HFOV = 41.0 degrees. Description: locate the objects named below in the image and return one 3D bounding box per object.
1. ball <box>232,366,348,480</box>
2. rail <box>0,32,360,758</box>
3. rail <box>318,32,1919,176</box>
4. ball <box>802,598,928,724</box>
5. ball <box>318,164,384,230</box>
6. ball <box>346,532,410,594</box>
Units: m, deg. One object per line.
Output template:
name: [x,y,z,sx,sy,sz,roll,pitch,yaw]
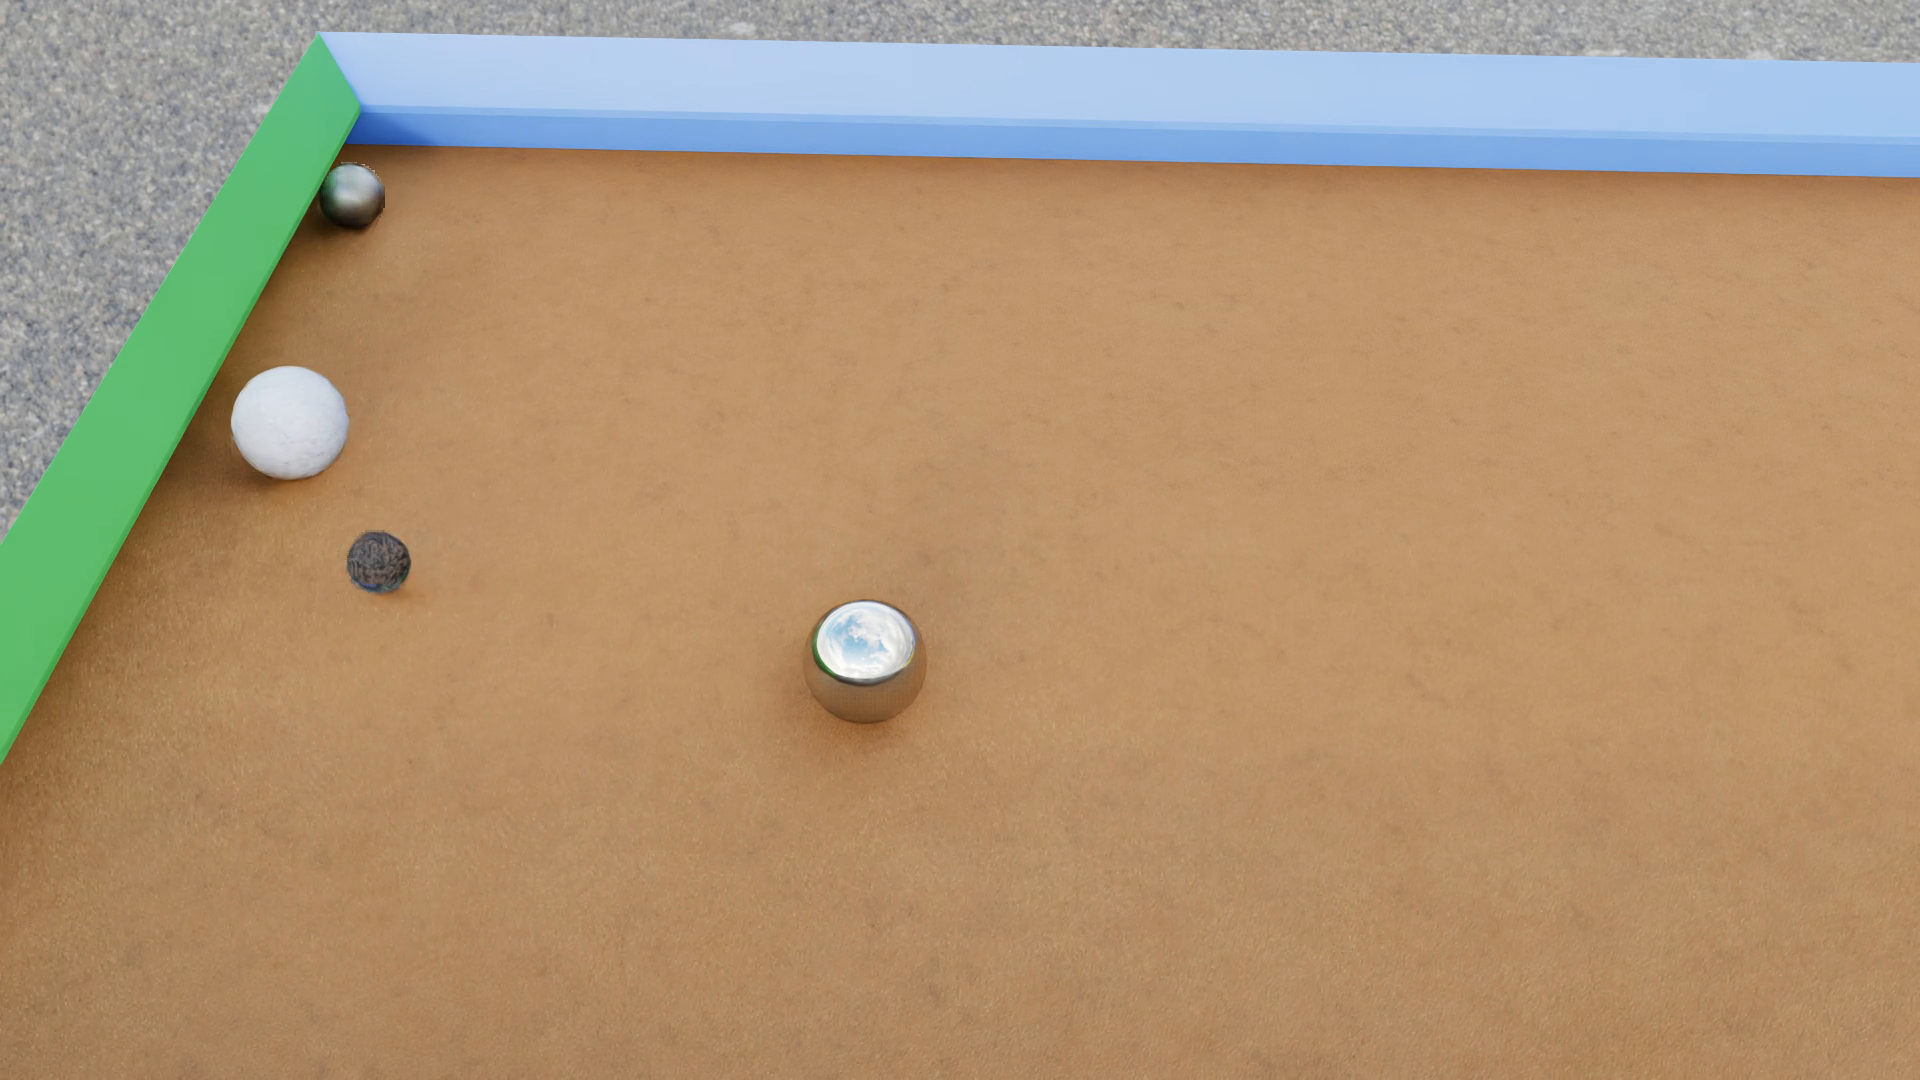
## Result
ball: [-0.530,-0.093,2.028,0.090,0.090,0.090,0,35,0]
rail: [-0.630,-0.037,1.923,0.045,0.117,1.419,2,35,2]
rail: [0.687,-0.393,2.435,2.619,0.117,0.045,2,35,2]
ball: [-0.066,0.084,1.777,0.087,0.087,0.087,0,35,0]
ball: [-0.565,-0.318,2.379,0.059,0.059,0.059,0,35,0]
ball: [-0.433,0.017,1.909,0.046,0.046,0.046,0,35,0]
